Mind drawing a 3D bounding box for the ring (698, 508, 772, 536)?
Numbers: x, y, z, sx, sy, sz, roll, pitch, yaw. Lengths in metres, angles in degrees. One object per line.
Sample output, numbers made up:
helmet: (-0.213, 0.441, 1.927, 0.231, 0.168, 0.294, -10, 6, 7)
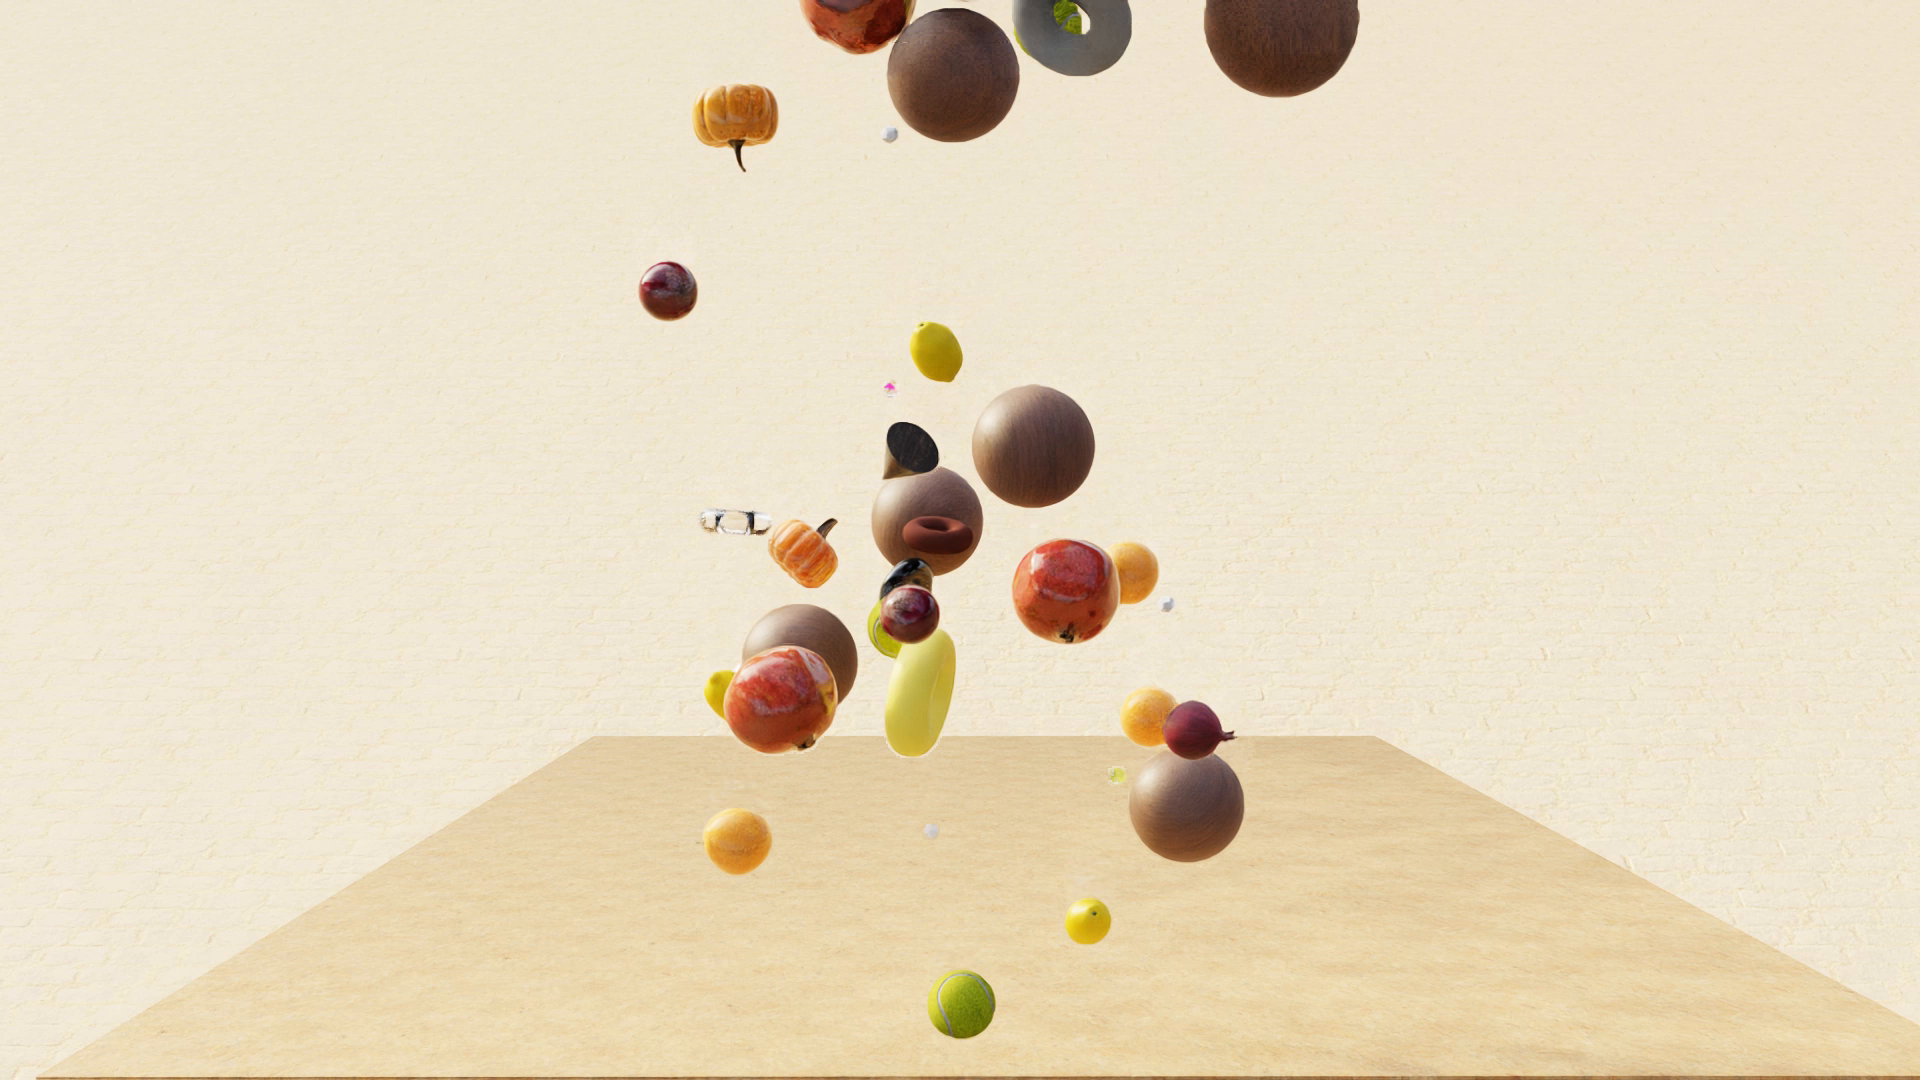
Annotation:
ring: (-0.237, -0.019, 2.724, 0.078, 0.026, 0.078, 4, 1, 0)

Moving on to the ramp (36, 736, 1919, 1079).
ramp: (0.064, 0.572, 4.614, 2.000, 0.100, 4.000, 0, 1, 0)

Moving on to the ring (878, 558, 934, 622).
ring: (-0.060, 0.055, 2.864, 0.026, 0.077, 0.077, 30, 40, 32)

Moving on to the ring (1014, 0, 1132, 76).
ring: (0.096, -0.447, 2.213, 0.109, 0.109, 0.036, 12, 42, 21)

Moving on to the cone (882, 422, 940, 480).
cone: (-0.062, -0.076, 2.570, 0.061, 0.061, 0.061, 20, 48, -24)

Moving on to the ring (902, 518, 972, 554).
ring: (-0.024, -0.005, 2.825, 0.077, 0.026, 0.077, 5, 18, -2)
